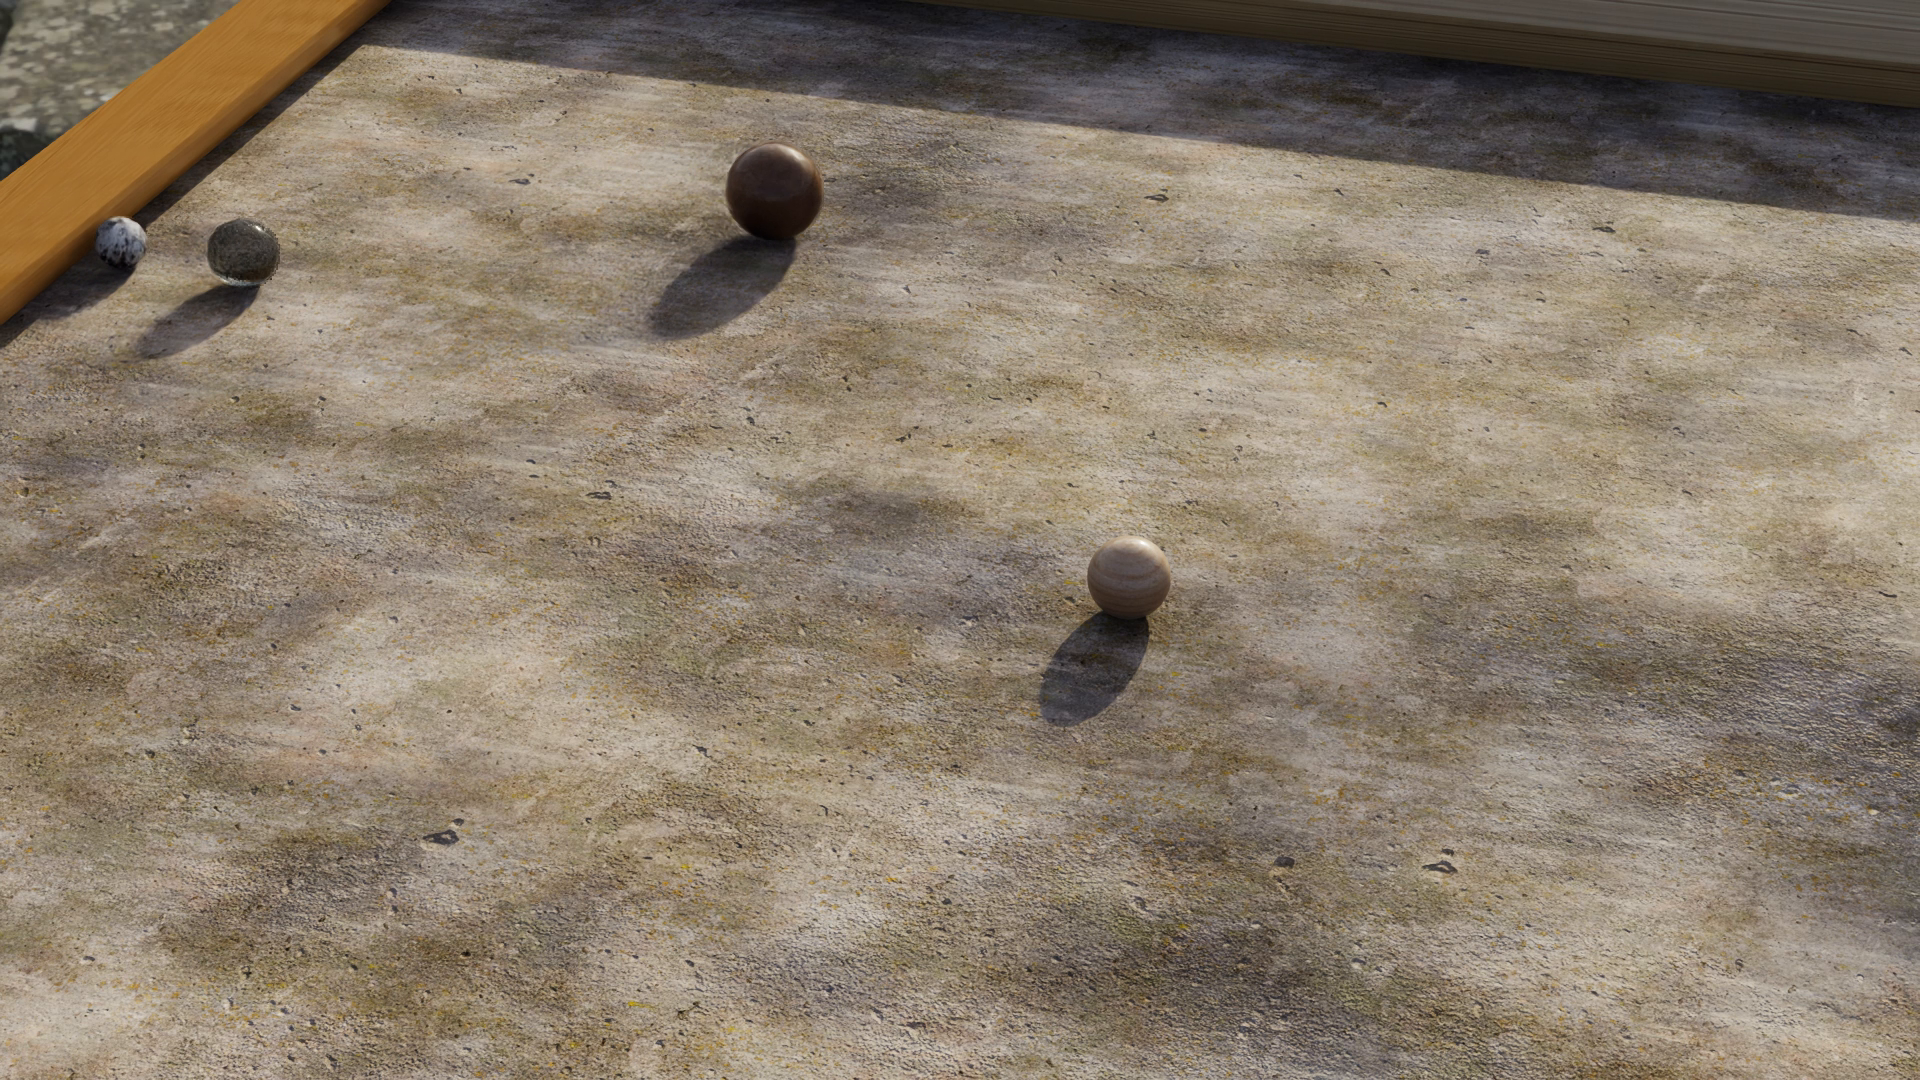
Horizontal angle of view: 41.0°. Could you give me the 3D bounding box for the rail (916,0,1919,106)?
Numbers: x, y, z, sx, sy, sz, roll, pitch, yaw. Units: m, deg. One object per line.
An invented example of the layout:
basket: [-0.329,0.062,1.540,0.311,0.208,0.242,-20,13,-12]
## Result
rail: [1.219,-0.476,2.667,3.842,0.123,0.045,9,35,13]

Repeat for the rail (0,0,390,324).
rail: [-0.903,-0.166,2.204,0.045,0.123,2.250,9,35,13]

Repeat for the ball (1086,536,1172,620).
ball: [0.130,0.029,1.967,0.065,0.065,0.065,0,34,0]

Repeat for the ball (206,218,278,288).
ball: [-0.675,-0.270,2.413,0.065,0.065,0.065,0,34,0]

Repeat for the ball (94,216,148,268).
ball: [-0.801,-0.284,2.449,0.049,0.049,0.049,0,34,0]

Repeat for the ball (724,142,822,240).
ball: [-0.181,-0.338,2.489,0.095,0.095,0.095,0,34,0]
